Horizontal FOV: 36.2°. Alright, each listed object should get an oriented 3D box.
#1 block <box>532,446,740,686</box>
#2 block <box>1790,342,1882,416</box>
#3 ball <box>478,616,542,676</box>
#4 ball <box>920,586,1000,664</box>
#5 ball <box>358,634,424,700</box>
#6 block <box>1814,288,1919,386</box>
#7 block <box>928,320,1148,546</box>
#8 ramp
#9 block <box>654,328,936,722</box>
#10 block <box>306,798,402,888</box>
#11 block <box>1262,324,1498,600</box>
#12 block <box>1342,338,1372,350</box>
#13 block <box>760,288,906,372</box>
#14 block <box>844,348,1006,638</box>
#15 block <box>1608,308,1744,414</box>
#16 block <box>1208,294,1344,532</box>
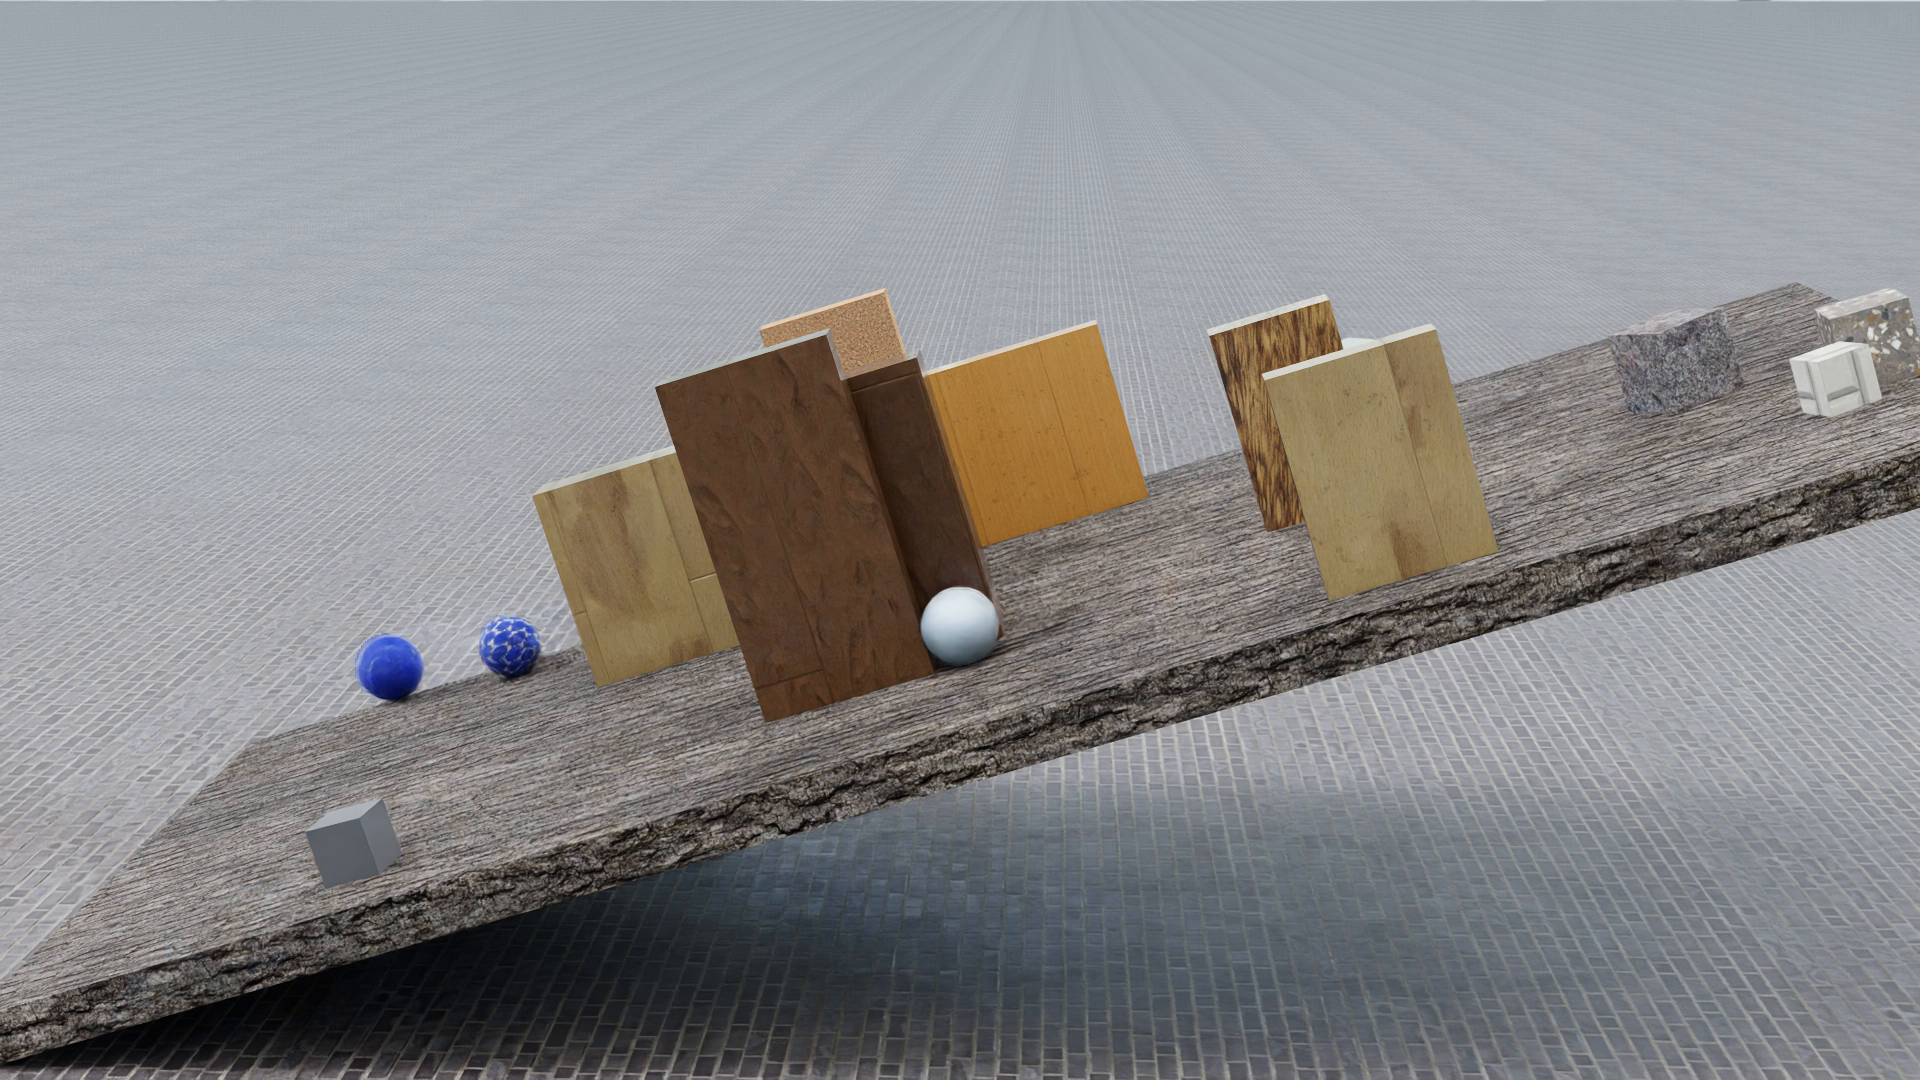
[{"bbox_3d":[-0.706,0.048,6.780,0.411,0.468,0.140,-17,10,5],"label":"block"},{"bbox_3d":[1.692,-0.311,5.683,0.110,0.110,0.110,-19,10,-10],"label":"block"},{"bbox_3d":[-1.104,0.260,7.216,0.151,0.151,0.151,0,11,0],"label":"ball"},{"bbox_3d":[0.000,0.170,5.827,0.155,0.155,0.155,0,11,0],"label":"ball"},{"bbox_3d":[-1.432,0.322,7.398,0.166,0.166,0.166,0,11,0],"label":"ball"},{"bbox_3d":[1.801,-0.395,5.821,0.154,0.154,0.154,-16,10,8],"label":"block"},{"bbox_3d":[0.183,-0.251,6.989,0.424,0.432,0.087,-17,10,5],"label":"block"},{"bbox_3d":[0.096,0.185,6.315,4.000,0.100,2.000,-17,10,5],"label":"ramp"},{"bbox_3d":[-0.322,-0.027,5.846,0.353,0.708,0.103,-17,10,5],"label":"block"},{"bbox_3d":[-1.171,0.585,5.683,0.117,0.117,0.117,-15,10,14],"label":"block"},{"bbox_3d":[0.773,-0.143,5.416,0.322,0.430,0.083,-17,10,5],"label":"block"},{"bbox_3d":[0.893,-0.345,6.942,0.205,0.205,0.205,-20,10,-13],"label":"block"},{"bbox_3d":[-0.201,-0.186,6.549,0.287,0.689,0.088,-17,10,5],"label":"block"},{"bbox_3d":[-0.183,-0.042,6.015,0.392,0.597,0.141,-17,10,5],"label":"block"},{"bbox_3d":[1.500,-0.376,6.168,0.174,0.174,0.174,-22,11,-22],"label":"block"},{"bbox_3d":[0.706,-0.266,6.177,0.258,0.435,0.106,-17,10,5],"label":"block"}]
